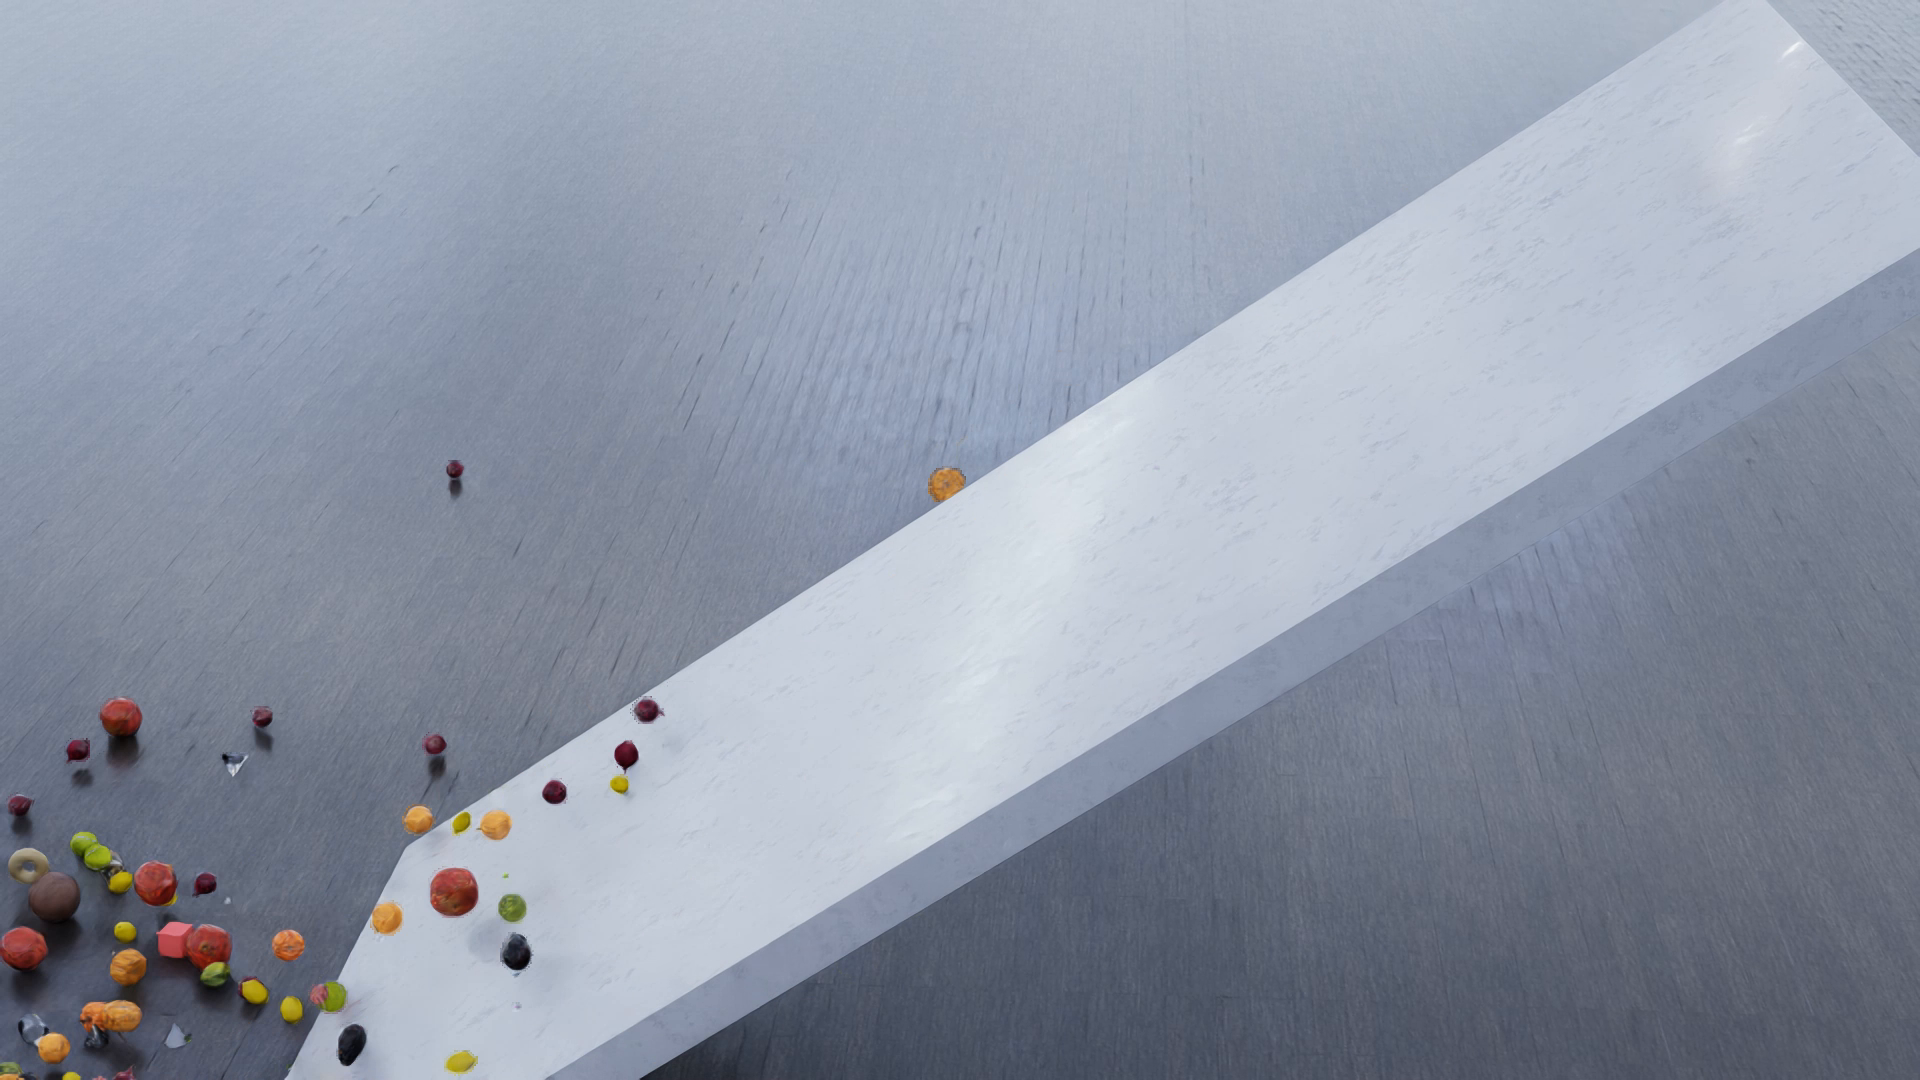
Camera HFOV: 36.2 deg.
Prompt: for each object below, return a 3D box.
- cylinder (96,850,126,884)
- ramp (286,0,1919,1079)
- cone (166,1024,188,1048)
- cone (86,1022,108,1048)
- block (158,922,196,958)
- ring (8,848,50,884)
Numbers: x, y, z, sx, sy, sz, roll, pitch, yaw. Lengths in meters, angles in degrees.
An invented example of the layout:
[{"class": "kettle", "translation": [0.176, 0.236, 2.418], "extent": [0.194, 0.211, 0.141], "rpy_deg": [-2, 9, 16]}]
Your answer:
[{"class": "cylinder", "translation": [-2.229, 0.859, 7.723], "extent": [0.062, 0.062, 0.062], "rpy_deg": [-11, 37, -26]}, {"class": "ramp", "translation": [0.135, 0.174, 6.307], "extent": [4.000, 0.100, 2.000], "rpy_deg": [-32, 16, 15]}, {"class": "cone", "translation": [-1.861, 1.168, 6.977], "extent": [0.052, 0.052, 0.052], "rpy_deg": [0, 21, 0]}, {"class": "cone", "translation": [-2.050, 1.167, 6.975], "extent": [0.055, 0.055, 0.055], "rpy_deg": [0, 21, 0]}, {"class": "block", "translation": [-1.966, 1.004, 7.379], "extent": [0.064, 0.064, 0.064], "rpy_deg": [6, 22, 15]}, {"class": "ring", "translation": [-2.425, 0.851, 7.661], "extent": [0.105, 0.105, 0.035], "rpy_deg": [0, 24, -1]}]
